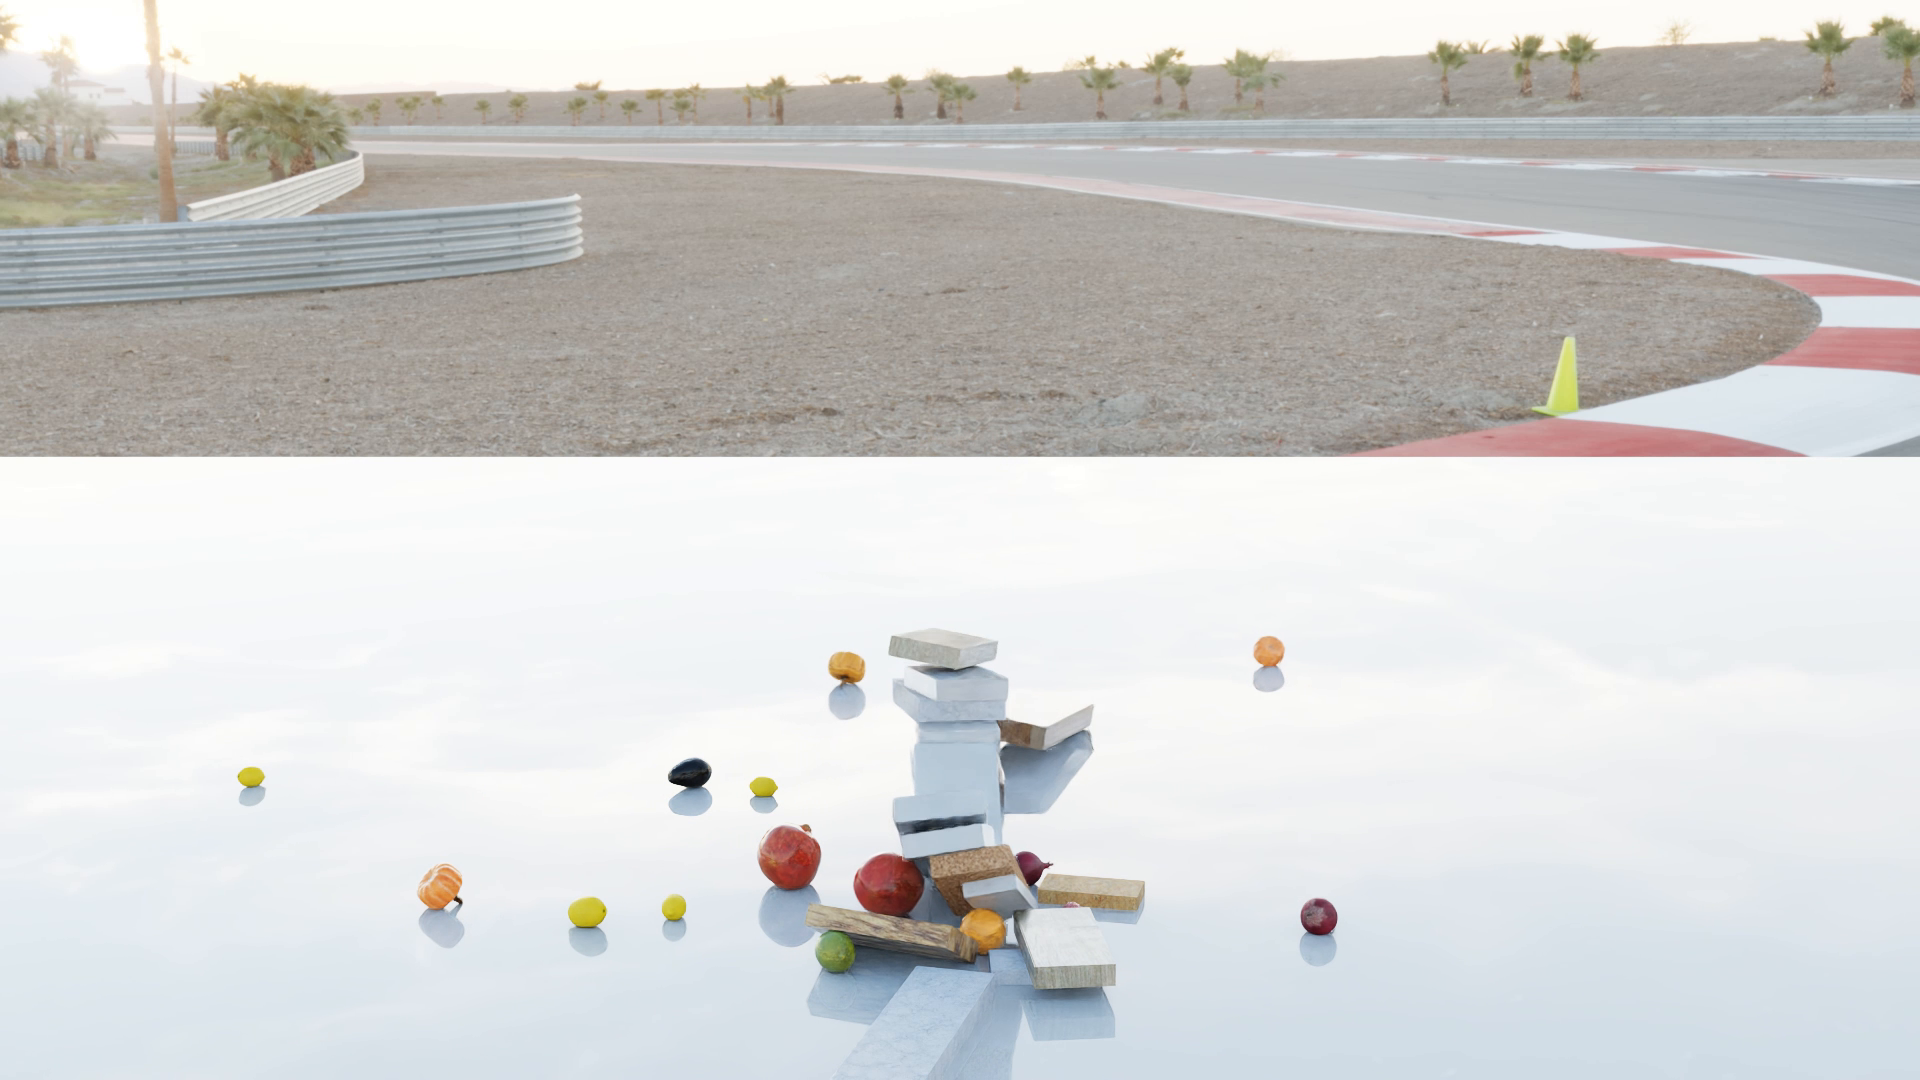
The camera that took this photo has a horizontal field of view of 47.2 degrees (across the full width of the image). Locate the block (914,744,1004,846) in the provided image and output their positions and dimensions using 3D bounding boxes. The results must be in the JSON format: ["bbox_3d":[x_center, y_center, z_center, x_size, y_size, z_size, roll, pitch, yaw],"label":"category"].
[{"bbox_3d":[-0.005,0.470,3.894,0.149,0.042,0.299,0,33,-2],"label":"block"}]

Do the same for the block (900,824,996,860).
[{"bbox_3d":[-0.015,0.465,3.377,0.121,0.034,0.243,-9,-9,3],"label":"block"}]

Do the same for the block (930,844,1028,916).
[{"bbox_3d":[0.033,0.531,3.418,0.121,0.034,0.243,-10,-24,5],"label":"block"}]

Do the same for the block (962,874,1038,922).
[{"bbox_3d":[0.063,0.557,3.413,0.083,0.023,0.166,-12,-25,9],"label":"block"}]

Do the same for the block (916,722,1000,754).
[{"bbox_3d":[-0.007,0.366,4.194,0.149,0.042,0.299,0,2,-3],"label":"block"}]

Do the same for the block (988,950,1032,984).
[{"bbox_3d":[0.128,0.643,3.318,0.166,0.023,0.083,0,11,-1],"label":"block"}]

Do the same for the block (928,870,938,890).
[{"bbox_3d":[0.015,0.538,3.572,0.121,0.034,0.243,-5,-13,-4],"label":"block"}]

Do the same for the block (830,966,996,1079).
[{"bbox_3d":[-0.061,0.689,3.045,0.120,0.034,0.428,3,11,15],"label":"block"}]

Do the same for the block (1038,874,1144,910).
[{"bbox_3d":[0.218,0.583,3.643,0.166,0.023,0.083,3,11,13],"label":"block"}]

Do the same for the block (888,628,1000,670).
[{"bbox_3d":[-0.030,0.214,4.364,0.141,0.040,0.283,10,4,16],"label":"block"}]

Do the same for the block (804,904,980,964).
[{"bbox_3d":[-0.104,0.601,3.359,0.239,0.034,0.120,5,-20,24],"label":"block"}]

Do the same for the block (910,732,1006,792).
[{"bbox_3d":[-0.009,0.445,4.319,0.171,0.048,0.342,-1,11,-3],"label":"block"}]

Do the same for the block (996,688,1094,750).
[{"bbox_3d":[0.146,0.368,4.550,0.171,0.048,0.342,11,7,19],"label":"block"}]

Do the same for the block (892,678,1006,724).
[{"bbox_3d":[-0.025,0.314,4.346,0.171,0.048,0.342,-1,3,-10],"label":"block"}]

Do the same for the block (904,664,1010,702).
[{"bbox_3d":[-0.010,0.274,4.251,0.141,0.040,0.283,-1,3,-14],"label":"block"}]

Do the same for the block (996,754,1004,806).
[{"bbox_3d":[-0.001,0.434,4.127,0.149,0.042,0.299,0,11,-3],"label":"block"}]

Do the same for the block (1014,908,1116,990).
[{"bbox_3d":[0.155,0.614,3.319,0.120,0.034,0.239,-1,11,-6],"label":"block"}]

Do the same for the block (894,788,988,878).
[{"bbox_3d":[-0.025,0.483,3.589,0.141,0.040,0.346,-5,-24,0],"label":"block"}]
